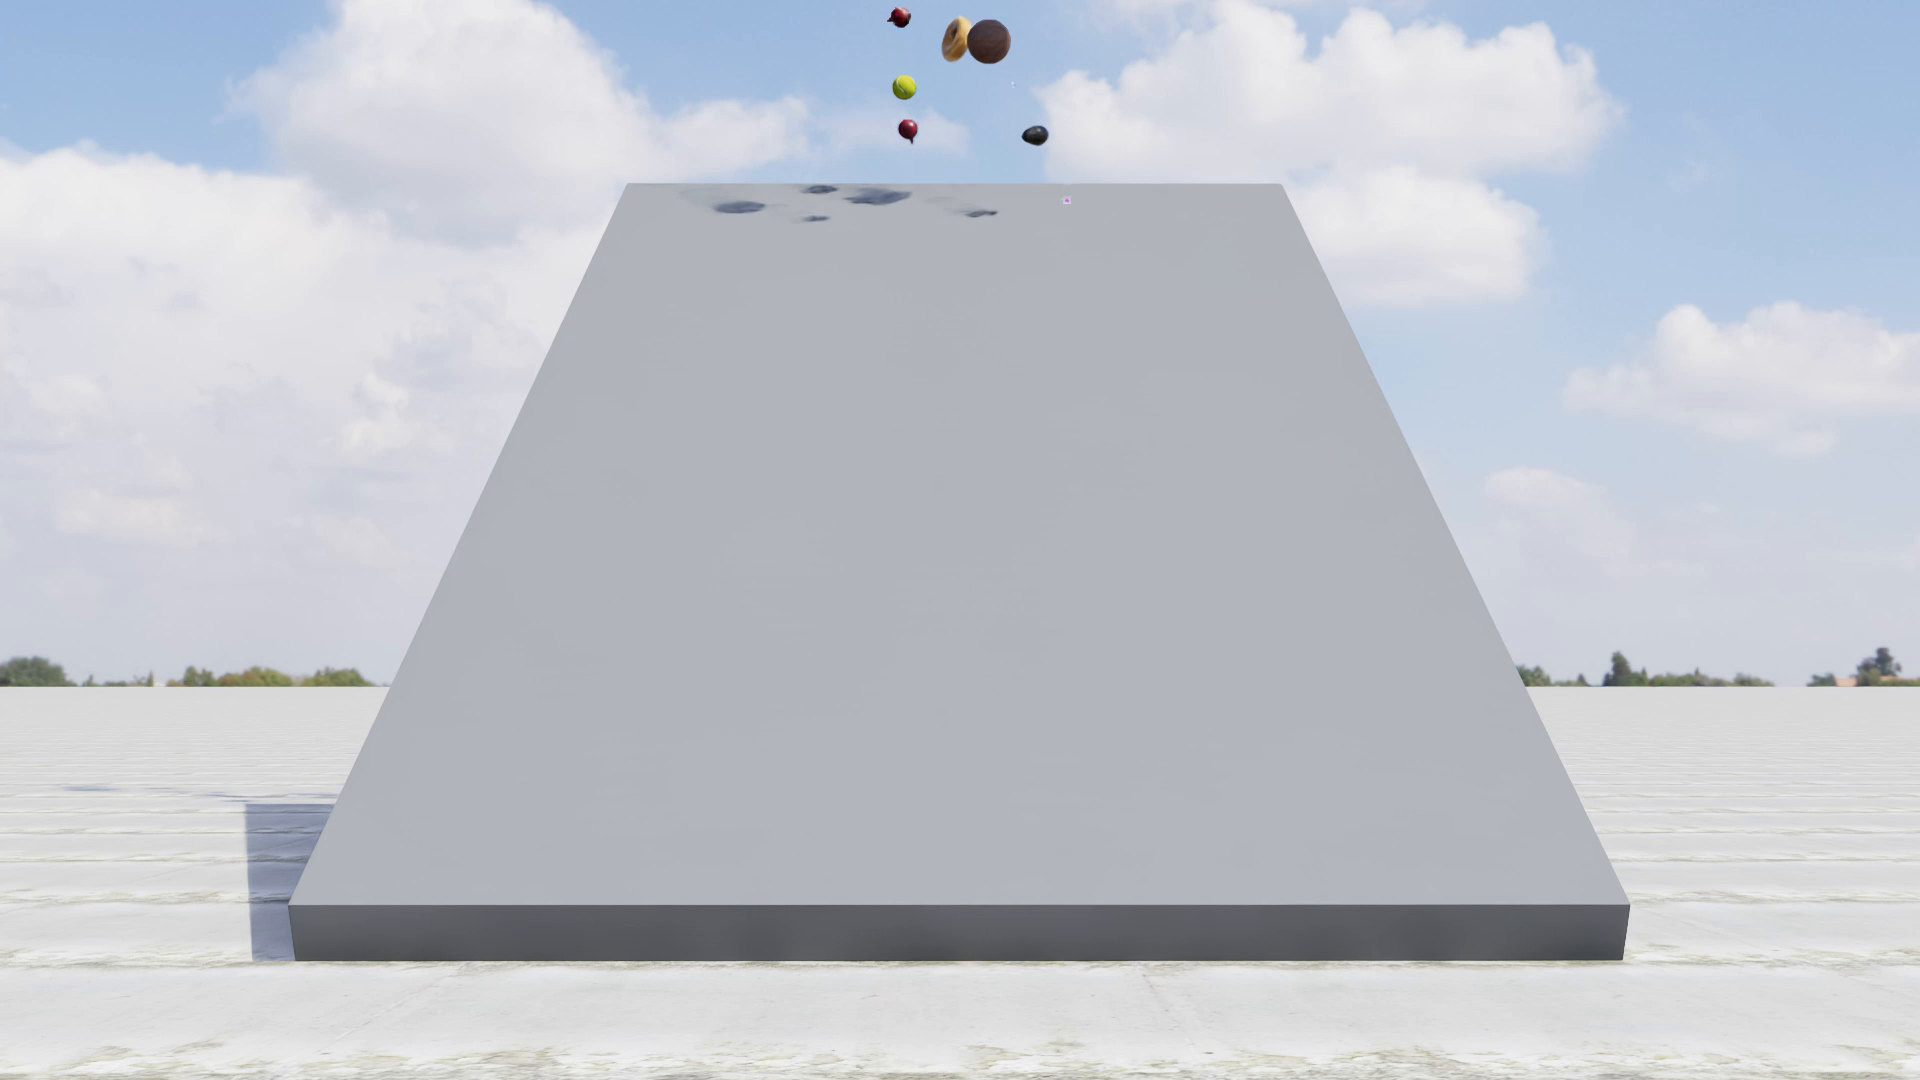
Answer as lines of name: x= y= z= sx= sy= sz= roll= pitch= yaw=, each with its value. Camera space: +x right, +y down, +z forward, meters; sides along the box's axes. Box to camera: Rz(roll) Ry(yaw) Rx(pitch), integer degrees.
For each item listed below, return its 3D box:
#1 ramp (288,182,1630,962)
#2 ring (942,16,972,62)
ramp: x=-0.008 y=-0.228 z=5.313 sx=2.000 sy=0.100 sz=4.000 roll=0 pitch=24 yaw=0
ring: x=-0.009 y=-1.507 z=7.010 sx=0.047 sy=0.142 sz=0.142 roll=16 pitch=-10 yaw=-25
